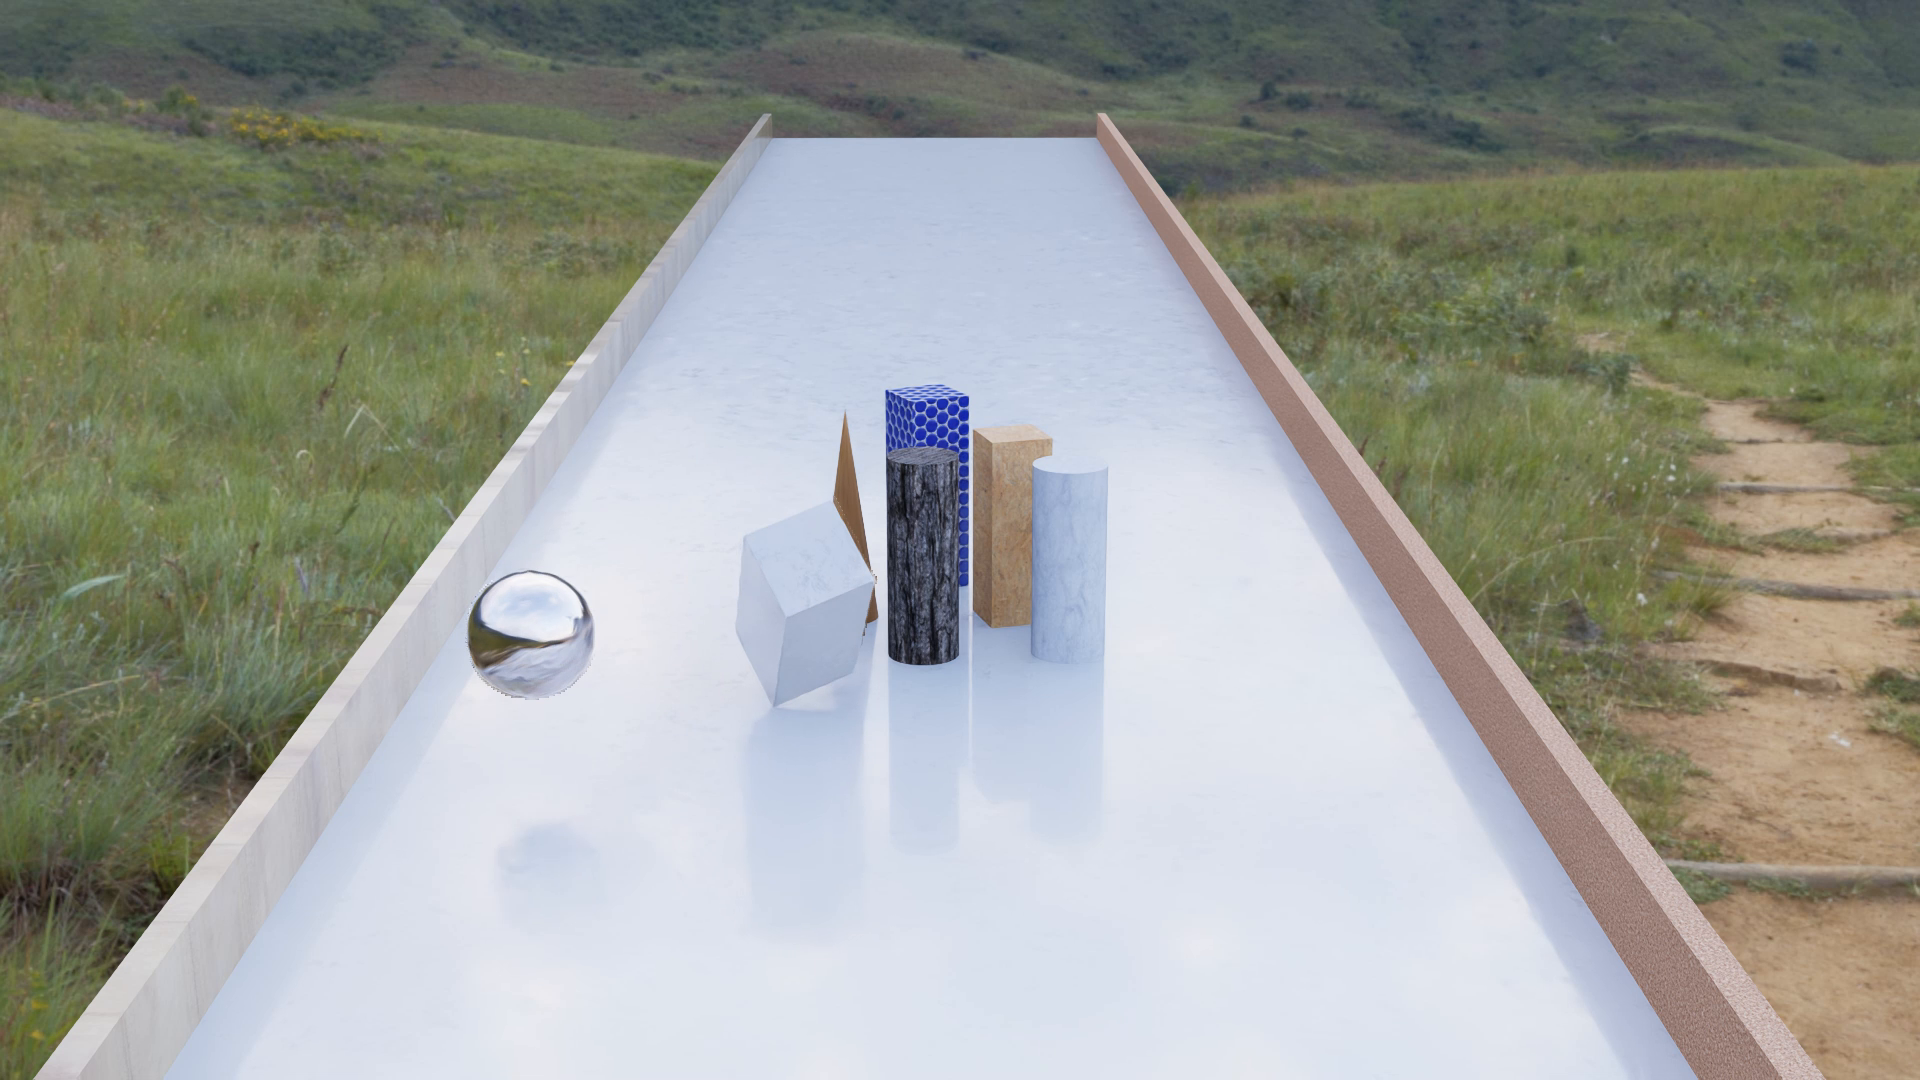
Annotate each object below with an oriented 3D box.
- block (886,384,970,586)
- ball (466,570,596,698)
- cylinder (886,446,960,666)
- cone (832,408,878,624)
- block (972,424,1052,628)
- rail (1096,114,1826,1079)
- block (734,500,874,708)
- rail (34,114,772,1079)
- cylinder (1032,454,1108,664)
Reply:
[{"bbox_3d":[-0.072,-0.114,4.854,0.137,0.431,0.137,-8,18,-26],"label":"block"},{"bbox_3d":[-0.748,0.164,3.837,0.222,0.222,0.222,0,17,0],"label":"ball"},{"bbox_3d":[-0.074,0.032,4.395,0.144,0.413,0.144,0,17,0],"label":"cylinder"},{"bbox_3d":[-0.238,-0.056,4.617,0.129,0.456,0.129,0,17,0],"label":"cone"},{"bbox_3d":[0.109,-0.030,4.625,0.131,0.400,0.131,-5,17,-17],"label":"block"},{"bbox_3d":[0.932,-0.844,7.801,0.050,0.150,12.000,0,17,-1],"label":"rail"},{"bbox_3d":[-0.290,0.123,4.017,0.170,0.170,0.437,-23,-20,-17],"label":"block"},{"bbox_3d":[-1.118,-0.838,7.780,0.050,0.150,12.000,0,17,-1],"label":"rail"},{"bbox_3d":[0.219,0.038,4.408,0.150,0.394,0.150,0,17,0],"label":"cylinder"}]
